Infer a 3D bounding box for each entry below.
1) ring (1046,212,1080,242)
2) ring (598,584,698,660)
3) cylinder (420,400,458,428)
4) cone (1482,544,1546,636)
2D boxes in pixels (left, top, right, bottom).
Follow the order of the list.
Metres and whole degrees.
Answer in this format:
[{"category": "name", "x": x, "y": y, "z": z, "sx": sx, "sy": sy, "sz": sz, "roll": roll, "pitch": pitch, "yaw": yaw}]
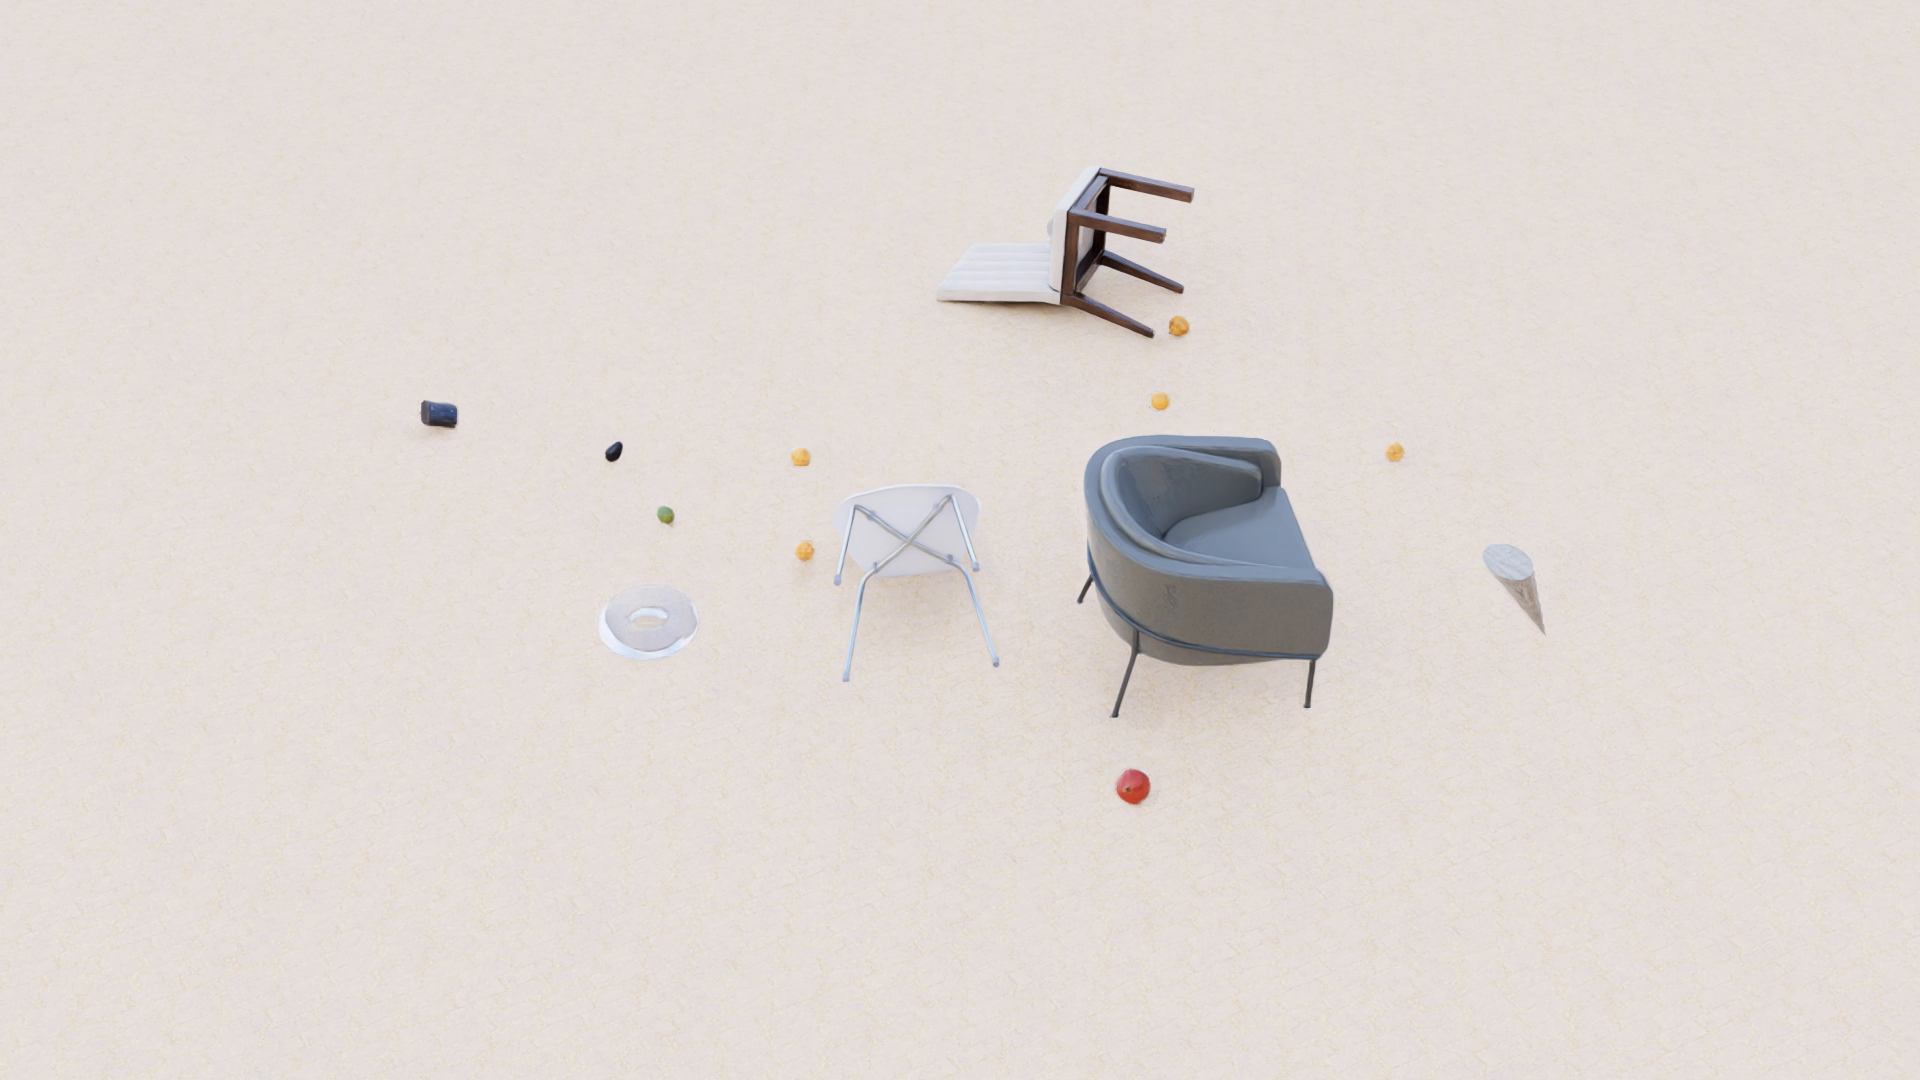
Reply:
[{"category": "ring", "x": 0.445, "y": -1.348, "z": 12.630, "sx": 0.142, "sy": 0.098, "sz": 0.190, "roll": -38, "pitch": -5, "yaw": 9}, {"category": "ring", "x": -1.105, "y": 0.290, "z": 10.401, "sx": 0.348, "sy": 0.099, "sz": 0.394, "roll": 17, "pitch": 37, "yaw": 14}, {"category": "cylinder", "x": -2.059, "y": -0.497, "z": 11.583, "sx": 0.121, "sy": 0.086, "sz": 0.105, "roll": 5, "pitch": 51, "yaw": -34}, {"category": "cone", "x": 2.001, "y": 0.210, "z": 10.345, "sx": 0.131, "sy": 0.351, "sz": 0.315, "roll": -33, "pitch": 26, "yaw": -3}]
